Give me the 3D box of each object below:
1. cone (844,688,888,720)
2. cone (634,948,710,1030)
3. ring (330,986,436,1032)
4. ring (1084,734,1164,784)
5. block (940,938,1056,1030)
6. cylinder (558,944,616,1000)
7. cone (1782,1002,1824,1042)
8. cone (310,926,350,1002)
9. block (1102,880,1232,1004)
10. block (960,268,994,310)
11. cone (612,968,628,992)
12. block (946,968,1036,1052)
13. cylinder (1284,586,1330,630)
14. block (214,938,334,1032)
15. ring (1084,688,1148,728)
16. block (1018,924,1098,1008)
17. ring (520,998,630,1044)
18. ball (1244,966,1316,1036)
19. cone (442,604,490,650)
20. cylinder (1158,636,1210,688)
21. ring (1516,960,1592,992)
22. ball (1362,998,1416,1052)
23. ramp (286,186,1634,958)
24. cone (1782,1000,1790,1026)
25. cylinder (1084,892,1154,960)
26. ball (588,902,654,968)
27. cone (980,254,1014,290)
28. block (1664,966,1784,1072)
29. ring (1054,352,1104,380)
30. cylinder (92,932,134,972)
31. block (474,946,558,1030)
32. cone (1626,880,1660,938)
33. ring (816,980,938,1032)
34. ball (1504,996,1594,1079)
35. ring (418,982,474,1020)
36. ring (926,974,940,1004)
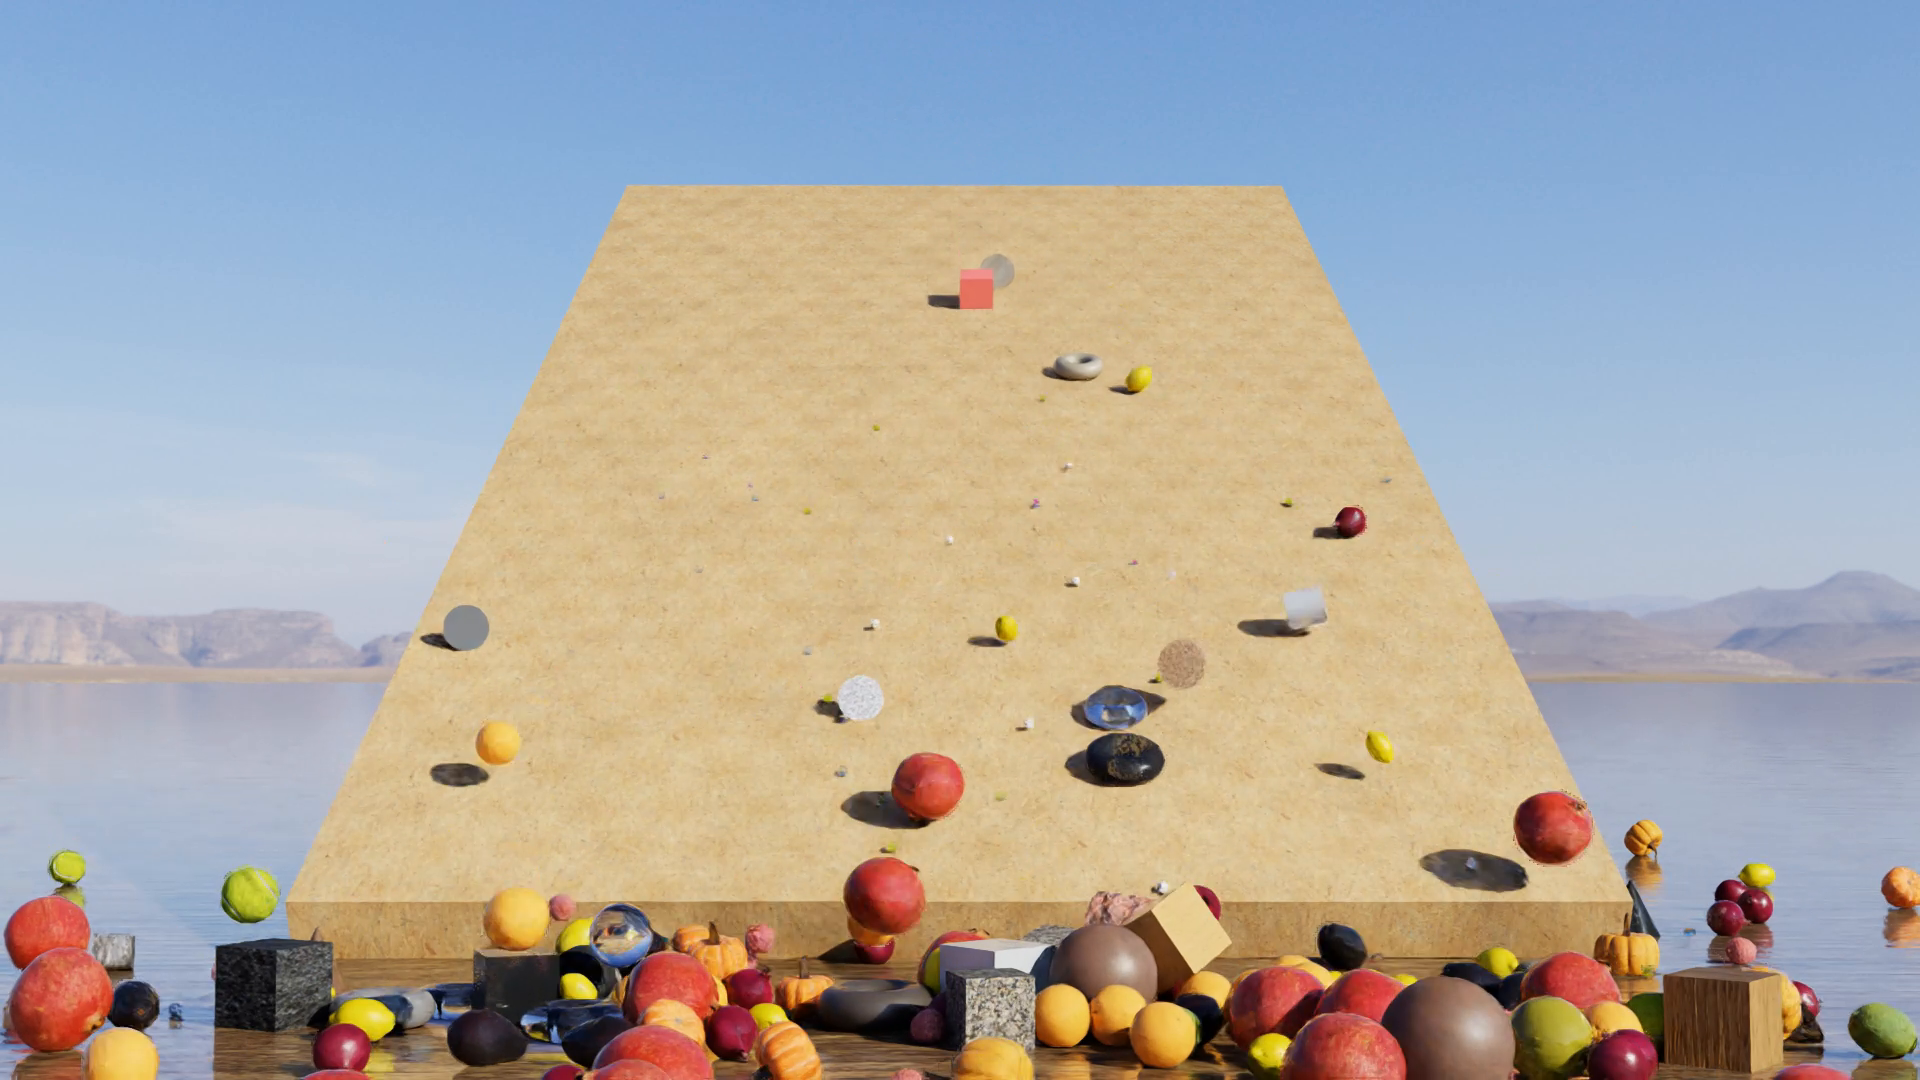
[{"bbox_3d":[-0.171,0.272,4.001,0.078,0.078,0.078,1,22,-19],"label":"cone"},{"bbox_3d":[-0.351,0.544,2.838,0.092,0.092,0.092,0,-3,0],"label":"cone"},{"bbox_3d":[-0.699,0.568,2.814,0.126,0.042,0.126,-1,-3,0],"label":"ring"},{"bbox_3d":[0.269,0.358,3.800,0.131,0.044,0.131,1,23,-1],"label":"ring"},{"bbox_3d":[0.045,0.538,2.805,0.099,0.099,0.099,3,-4,-41],"label":"block"},{"bbox_3d":[-0.480,0.555,2.932,0.080,0.080,0.080,0,-3,1],"label":"cylinder"},{"bbox_3d":[0.965,0.570,2.697,0.051,0.051,0.051,-27,-4,0],"label":"cone"},{"bbox_3d":[-0.838,0.552,3.027,0.098,0.098,0.098,0,-3,0],"label":"cone"},{"bbox_3d":[0.253,0.490,2.840,0.092,0.092,0.092,-40,-9,39],"label":"block"},{"bbox_3d":[0.043,-0.649,6.019,0.085,0.085,0.085,0,24,0],"label":"block"},{"bbox_3d":[-0.476,0.581,3.146,0.053,0.053,0.053,0,-3,0],"label":"cone"},{"bbox_3d":[0.034,0.539,2.668,0.082,0.082,0.082,1,-3,-17],"label":"block"},{"bbox_3d":[0.632,0.124,4.249,0.069,0.069,0.069,-14,-6,10],"label":"cylinder"},{"bbox_3d":[-0.835,0.541,2.832,0.097,0.097,0.097,-2,-4,27],"label":"block"},{"bbox_3d":[0.266,0.287,3.968,0.108,0.036,0.108,-1,24,1],"label":"ring"},{"bbox_3d":[0.126,0.551,3.014,0.079,0.079,0.079,3,9,31],"label":"block"},{"bbox_3d":[-0.450,0.562,2.717,0.126,0.042,0.126,-1,-5,0],"label":"ring"},{"bbox_3d":[0.377,0.543,2.739,0.082,0.082,0.082,0,-3,0],"label":"ball"},{"bbox_3d":[-0.897,0.161,4.245,0.083,0.083,0.083,0,-3,-6],"label":"cone"},{"bbox_3d":[0.381,0.208,3.953,0.082,0.082,0.082,-1,2,11],"label":"cylinder"},{"bbox_3d":[0.807,0.592,3.160,0.101,0.034,0.101,-1,-2,0],"label":"ring"},{"bbox_3d":[0.483,0.547,2.619,0.060,0.060,0.060,0,-3,0],"label":"ball"},{"bbox_3d":[-0.008,-0.228,5.297,2.000,0.100,4.000,0,24,0],"label":"ramp"},{"bbox_3d":[0.957,0.573,2.750,0.054,0.054,0.054,-29,-11,15],"label":"cone"},{"bbox_3d":[0.219,0.509,3.051,0.085,0.085,0.085,5,-1,27],"label":"cylinder"},{"bbox_3d":[-0.412,0.480,2.824,0.078,0.078,0.078,0,-3,0],"label":"ball"},{"bbox_3d":[0.101,-0.707,6.202,0.097,0.097,0.097,0,-3,4],"label":"cone"},{"bbox_3d":[0.838,0.525,2.553,0.096,0.096,0.096,-3,-4,39],"label":"block"},{"bbox_3d":[0.282,-0.415,5.549,0.120,0.040,0.120,-1,25,1],"label":"ring"},{"bbox_3d":[-1.217,0.592,3.341,0.054,0.054,0.054,1,-3,-15],"label":"cylinder"},{"bbox_3d":[-0.542,0.546,2.834,0.087,0.087,0.087,1,-4,-21],"label":"block"},{"bbox_3d":[1.098,0.600,3.807,0.093,0.093,0.093,0,-3,0],"label":"cone"},{"bbox_3d":[-0.101,0.564,2.817,0.148,0.049,0.148,-1,-2,0],"label":"ring"},{"bbox_3d":[0.611,0.519,2.414,0.091,0.091,0.091,0,-3,0],"label":"ball"},{"bbox_3d":[-0.628,0.575,2.901,0.112,0.037,0.112,0,-4,0],"label":"ring"},{"bbox_3d":[0.010,0.582,3.019,0.112,0.037,0.112,-1,-3,0],"label":"ring"}]
